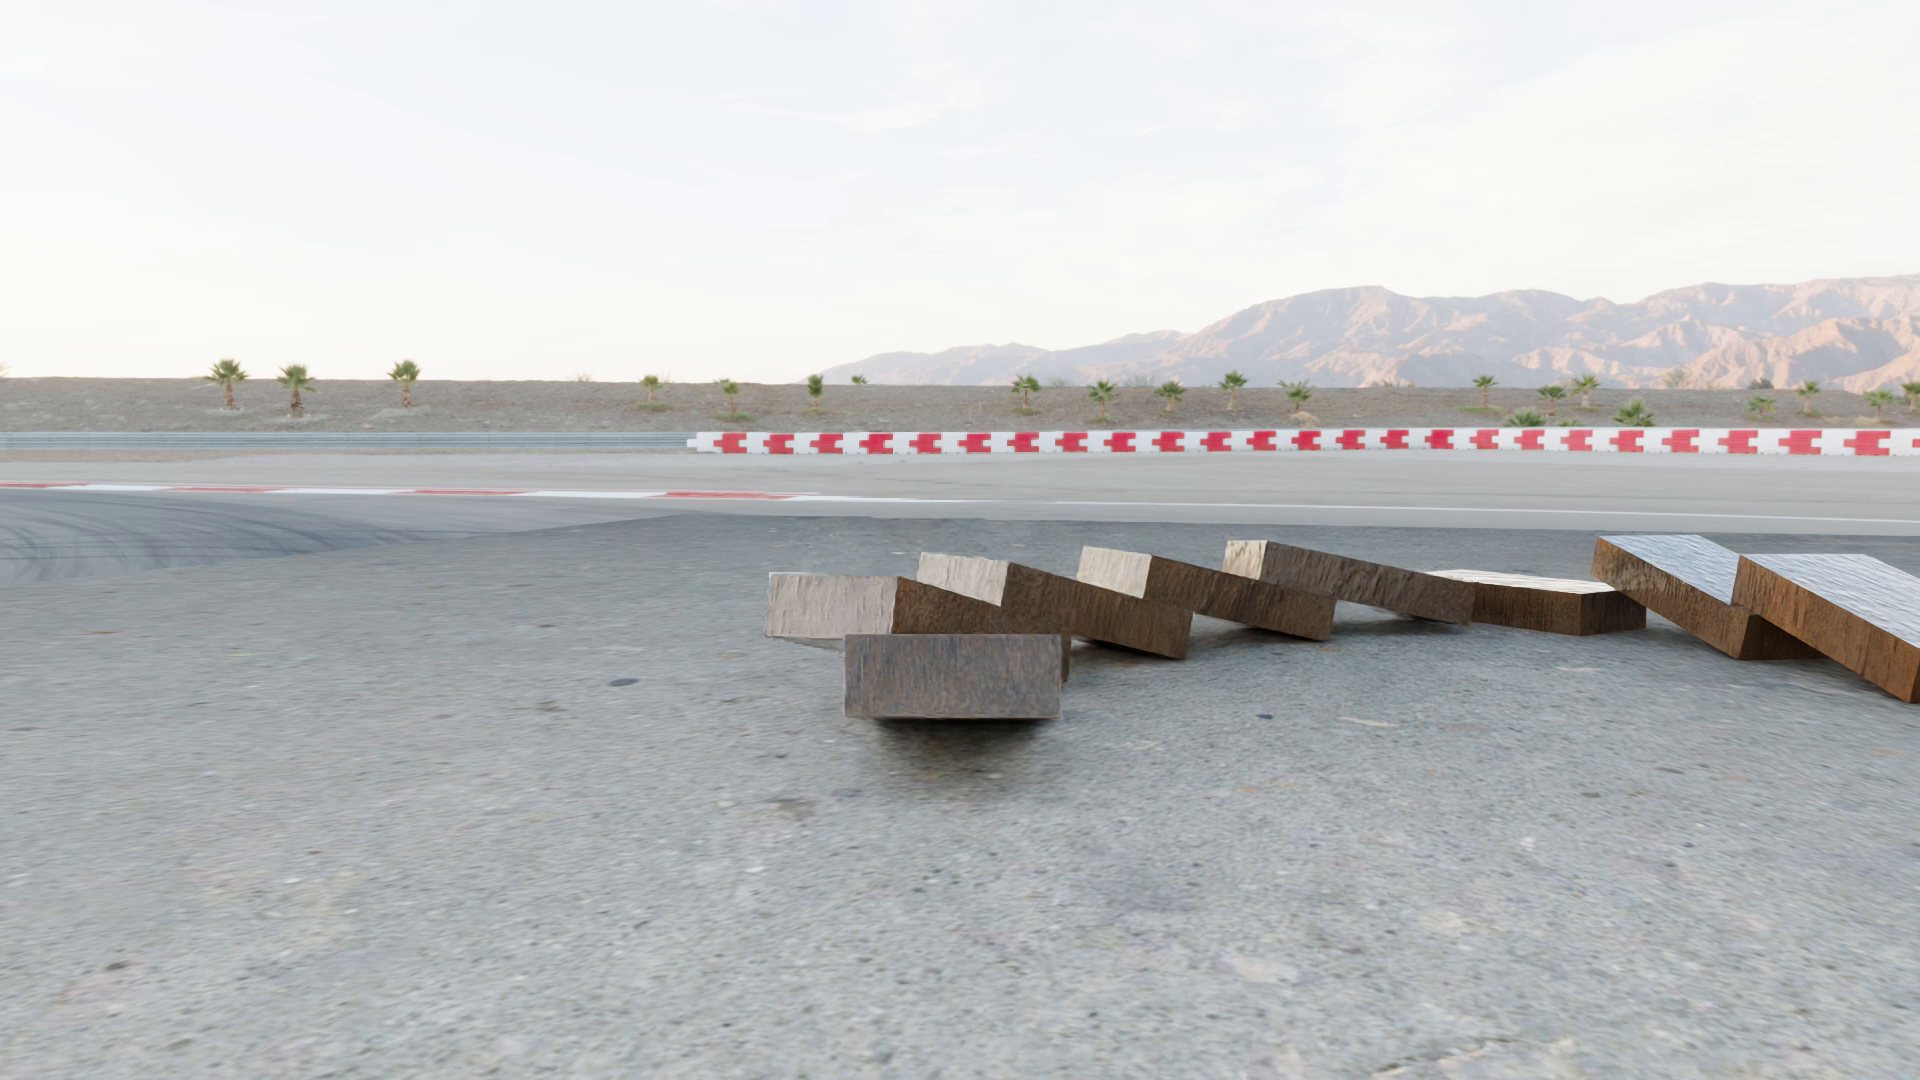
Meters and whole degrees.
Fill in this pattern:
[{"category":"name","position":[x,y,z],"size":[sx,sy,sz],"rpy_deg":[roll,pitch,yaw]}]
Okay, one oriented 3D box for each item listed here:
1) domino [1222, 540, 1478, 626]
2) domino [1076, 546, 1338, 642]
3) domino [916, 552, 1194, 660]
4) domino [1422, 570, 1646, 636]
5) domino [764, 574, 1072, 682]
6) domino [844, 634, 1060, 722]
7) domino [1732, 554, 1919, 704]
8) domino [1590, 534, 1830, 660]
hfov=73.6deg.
[{"category":"domino","position":[0.089,0.010,0.296],"size":[0.050,0.009,0.025],"rpy_deg":[11,-2,-7]},{"category":"domino","position":[0.053,0.012,0.276],"size":[0.050,0.009,0.025],"rpy_deg":[13,-2,-27]},{"category":"domino","position":[0.019,0.013,0.247],"size":[0.050,0.010,0.025],"rpy_deg":[16,-7,-39]},{"category":"domino","position":[0.135,0.015,0.311],"size":[0.025,0.010,0.050],"rpy_deg":[-3,5,-31]},{"category":"domino","position":[-0.005,0.015,0.211],"size":[0.025,0.009,0.050],"rpy_deg":[-1,-12,36]},{"category":"domino","position":[0.000,0.019,0.173],"size":[0.025,0.010,0.050],"rpy_deg":[0,-8,1]},{"category":"domino","position":[0.168,0.015,0.233],"size":[0.025,0.009,0.050],"rpy_deg":[0,17,-1]},{"category":"domino","position":[0.163,0.011,0.276],"size":[0.025,0.010,0.050],"rpy_deg":[-1,18,-7]}]
